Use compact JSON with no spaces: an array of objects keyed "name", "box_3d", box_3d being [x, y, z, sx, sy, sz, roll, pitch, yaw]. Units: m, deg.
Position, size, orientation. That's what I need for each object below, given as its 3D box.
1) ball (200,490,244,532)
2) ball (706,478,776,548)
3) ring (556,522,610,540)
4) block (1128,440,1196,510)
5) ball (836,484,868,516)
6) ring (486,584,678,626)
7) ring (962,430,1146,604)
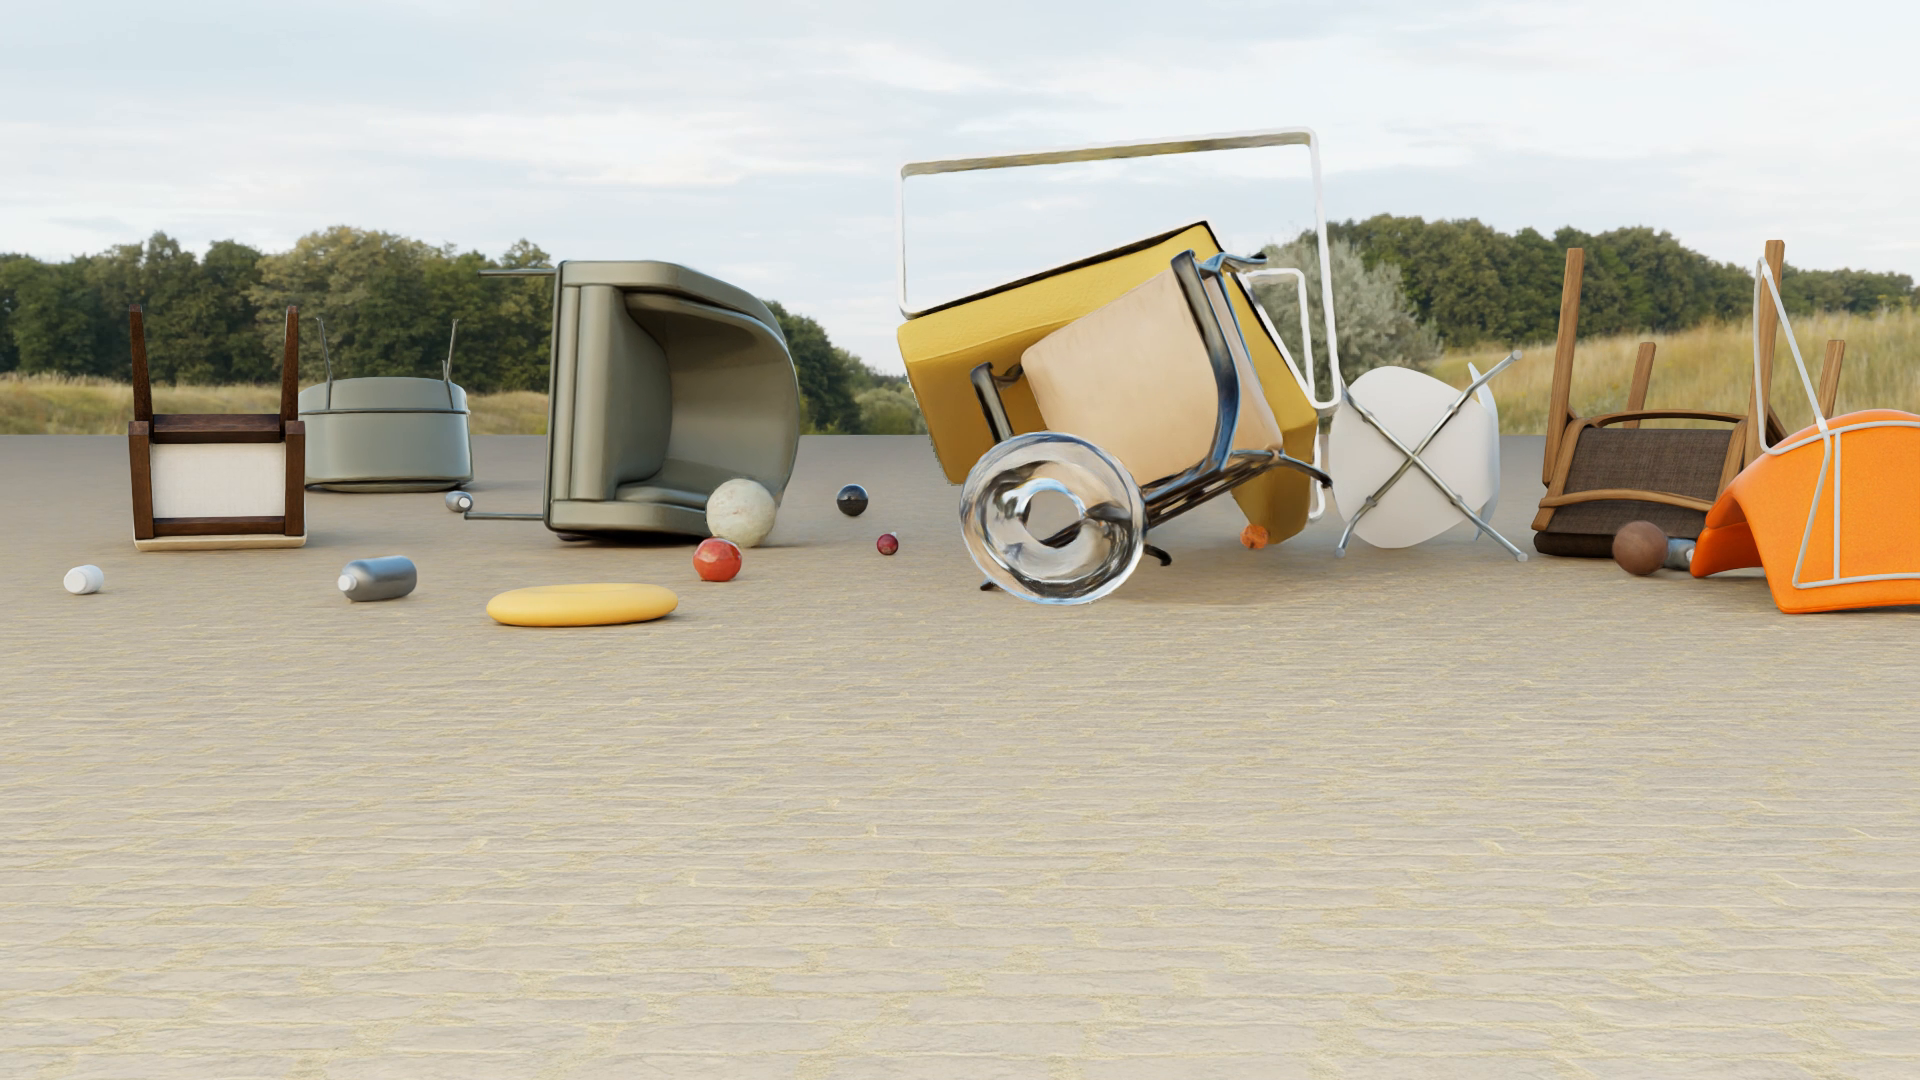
[{"name":"ball","box_3d":[-2.330,-0.092,6.945,0.128,0.128,0.128,0,4,0]},{"name":"ball","box_3d":[-0.617,-0.074,6.191,0.197,0.197,0.197,0,4,0]},{"name":"ring","box_3d":[-1.127,-0.027,6.590,0.114,0.050,0.280,2,4,18]},{"name":"block","box_3d":[0.760,-0.248,8.299,0.233,0.256,0.102,3,5,38]},{"name":"ball","box_3d":[-0.379,-0.140,7.752,0.115,0.115,0.115,0,4,0]},{"name":"ring","box_3d":[-0.730,0.125,4.267,0.380,0.064,0.282,-3,4,-31]},{"name":"ring","box_3d":[0.191,-0.045,4.582,0.424,0.364,0.126,13,10,26]}]
